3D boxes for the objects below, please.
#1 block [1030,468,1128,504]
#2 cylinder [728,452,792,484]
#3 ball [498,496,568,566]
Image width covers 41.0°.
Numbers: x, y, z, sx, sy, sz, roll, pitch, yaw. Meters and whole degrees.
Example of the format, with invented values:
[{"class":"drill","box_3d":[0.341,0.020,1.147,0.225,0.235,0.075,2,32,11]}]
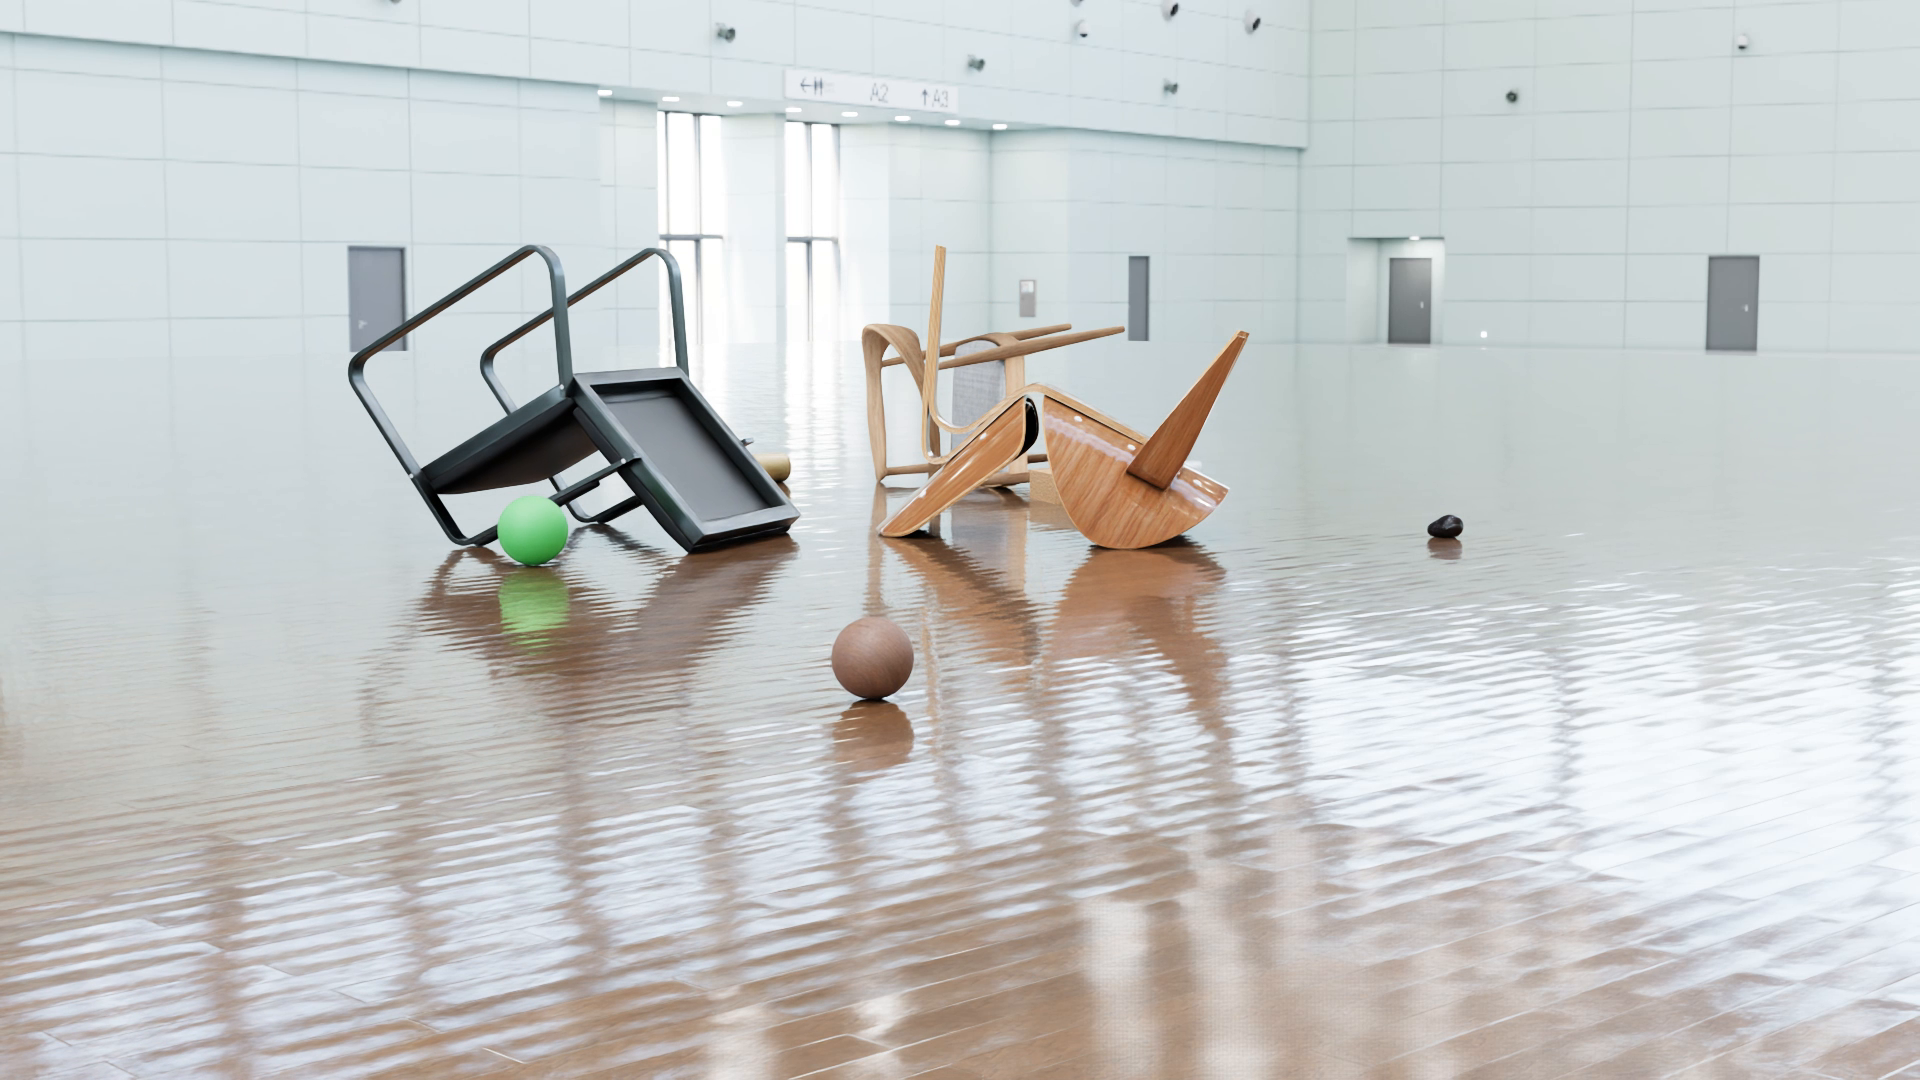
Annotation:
[{"class":"block","box_3d":[0.347,-0.159,7.550,0.220,0.084,0.229,-2,6,-17]},{"class":"cylinder","box_3d":[-0.638,-0.228,8.169,0.175,0.093,0.104,-5,-8,-41]},{"class":"ball","box_3d":[-0.974,-0.022,5.849,0.160,0.160,0.160,0,6,0]}]
